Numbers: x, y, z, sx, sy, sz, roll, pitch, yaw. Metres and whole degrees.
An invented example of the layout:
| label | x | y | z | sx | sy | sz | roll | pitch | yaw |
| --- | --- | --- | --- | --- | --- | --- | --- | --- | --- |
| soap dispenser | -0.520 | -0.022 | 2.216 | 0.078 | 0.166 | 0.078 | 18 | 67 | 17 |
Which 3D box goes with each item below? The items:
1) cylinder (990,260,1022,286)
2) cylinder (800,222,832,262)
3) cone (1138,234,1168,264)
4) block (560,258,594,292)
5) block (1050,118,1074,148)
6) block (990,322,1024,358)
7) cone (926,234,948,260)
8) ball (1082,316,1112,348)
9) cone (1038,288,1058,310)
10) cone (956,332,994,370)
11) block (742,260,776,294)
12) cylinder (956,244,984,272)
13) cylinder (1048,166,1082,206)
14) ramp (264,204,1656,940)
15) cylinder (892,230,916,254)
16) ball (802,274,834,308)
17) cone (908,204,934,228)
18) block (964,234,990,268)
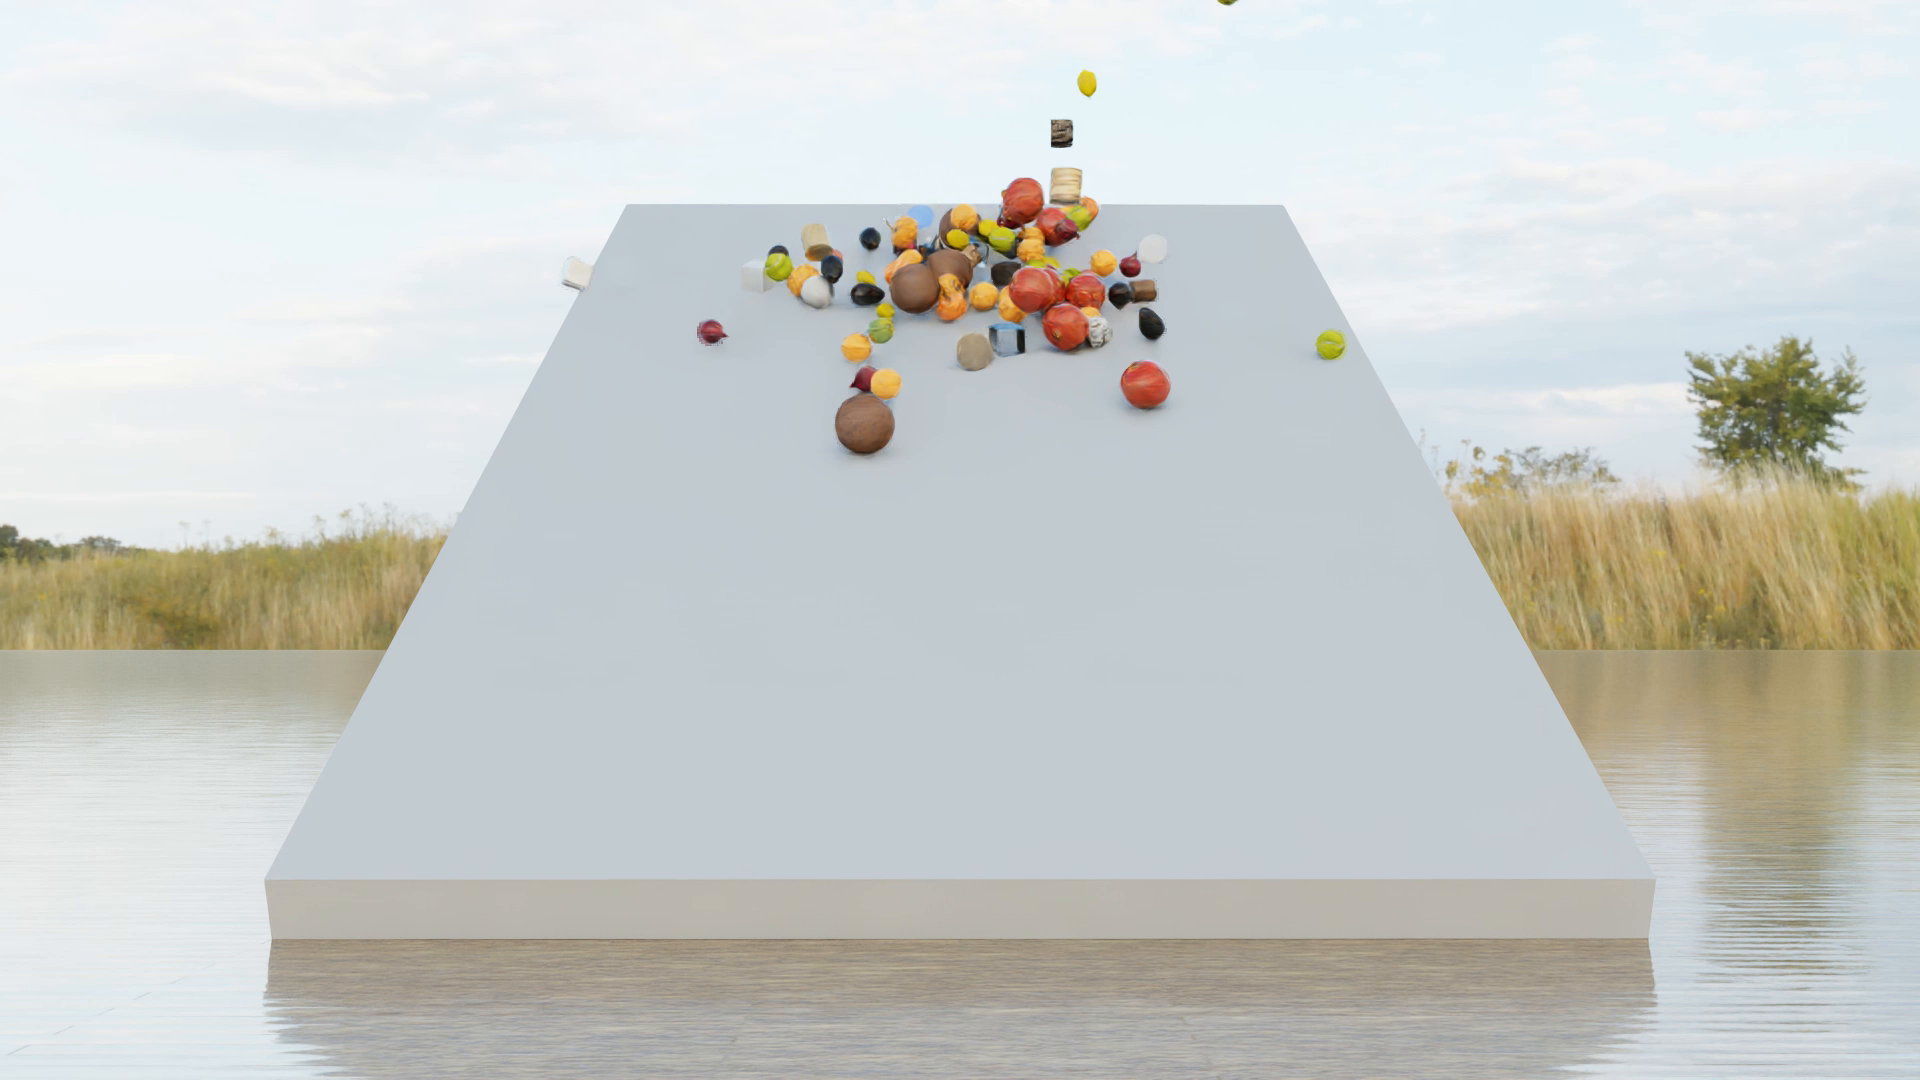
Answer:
| label | x | y | z | sx | sy | sz | roll | pitch | yaw |
| --- | --- | --- | --- | --- | --- | --- | --- | --- | --- |
| cylinder | 0.125 | -0.712 | 6.147 | 0.063 | 0.063 | 0.063 | -2 | 10 | 34 |
| cylinder | -0.377 | -0.781 | 6.032 | 0.072 | 0.072 | 0.072 | -12 | -29 | -7 |
| cone | 0.551 | -0.803 | 6.417 | 0.084 | 0.084 | 0.084 | -1 | -6 | 21 |
| block | -1.001 | -0.693 | 6.004 | 0.061 | 0.061 | 0.061 | 20 | -12 | -20 |
| block | 0.235 | -0.939 | 5.306 | 0.053 | 0.053 | 0.053 | -1 | -4 | 3 |
| block | 0.114 | -0.489 | 5.613 | 0.064 | 0.064 | 0.064 | -10 | 24 | -23 |
| cone | -0.065 | -0.825 | 6.432 | 0.066 | 0.066 | 0.066 | 0 | 22 | 0 |
| ball | 0.337 | -0.511 | 5.652 | 0.076 | 0.076 | 0.076 | 0 | -3 | 0 |
| cone | 0.230 | -0.628 | 5.967 | 0.055 | 0.055 | 0.055 | 0 | 22 | 0 |
| cone | 0.024 | -0.446 | 5.535 | 0.092 | 0.092 | 0.092 | 1 | -5 | -14 |
| block | -0.537 | -0.702 | 6.129 | 0.065 | 0.065 | 0.065 | 11 | 25 | 25 |
| cylinder | 0.025 | -0.758 | 6.178 | 0.055 | 0.055 | 0.055 | -37 | -6 | 3 |
| cylinder | 0.305 | -1.021 | 6.645 | 0.094 | 0.094 | 0.094 | 5 | -5 | 0 |
| ramp | -0.007 | -0.222 | 5.174 | 2.000 | 0.100 | 4.000 | 0 | 22 | 0 |
| cylinder | -0.157 | -0.839 | 6.467 | 0.062 | 0.062 | 0.062 | -8 | -1 | -8 |
| ball | -0.368 | -0.643 | 5.956 | 0.087 | 0.087 | 0.087 | 0 | -3 | 0 |
| cone | -0.116 | -0.925 | 6.694 | 0.078 | 0.078 | 0.078 | 0 | -18 | -2 |
| block | 0.044 | -0.798 | 6.347 | 0.067 | 0.067 | 0.067 | 8 | 29 | 4 |
